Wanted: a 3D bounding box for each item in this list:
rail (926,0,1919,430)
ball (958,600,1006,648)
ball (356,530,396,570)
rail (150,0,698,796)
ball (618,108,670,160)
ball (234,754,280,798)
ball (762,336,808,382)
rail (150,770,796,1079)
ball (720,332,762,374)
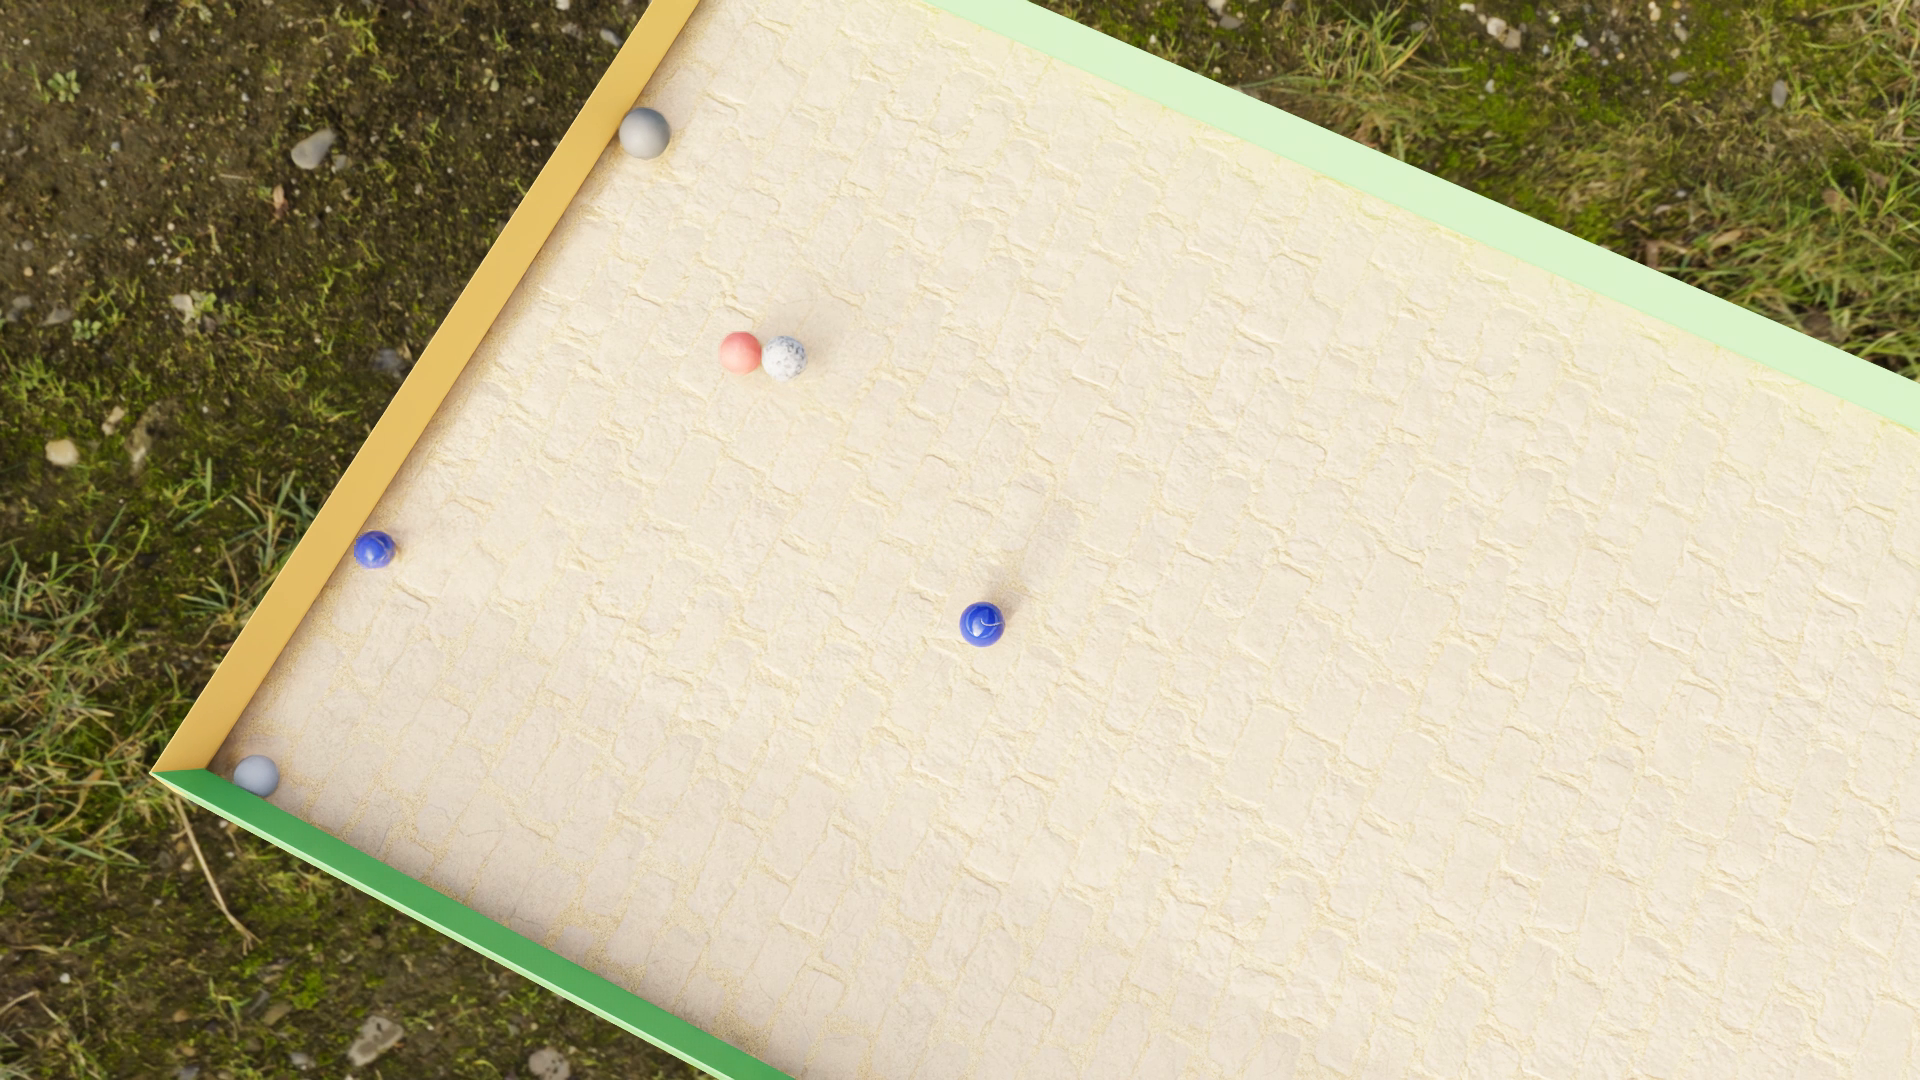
[{"bbox_3d":[1.184,-0.357,3.559,3.552,0.112,0.045,25,72,9],"label":"rail"},{"bbox_3d":[0.034,0.131,3.400,0.073,0.073,0.073,0,70,0],"label":"ball"},{"bbox_3d":[-0.915,0.016,3.449,0.061,0.061,0.061,0,70,0],"label":"ball"},{"bbox_3d":[-0.771,-0.373,3.565,0.045,0.112,1.784,25,72,9],"label":"rail"},{"bbox_3d":[-0.530,-0.682,3.695,0.086,0.086,0.086,0,70,0],"label":"ball"},{"bbox_3d":[-1.062,0.357,3.320,0.066,0.066,0.066,0,70,0],"label":"ball"},{"bbox_3d":[-0.283,-0.293,3.557,0.073,0.073,0.073,0,70,0],"label":"ball"},{"bbox_3d":[0.400,1.095,3.020,3.552,0.112,0.045,25,72,9],"label":"rail"},{"bbox_3d":[-0.355,-0.302,3.562,0.070,0.070,0.070,0,70,0],"label":"ball"}]
